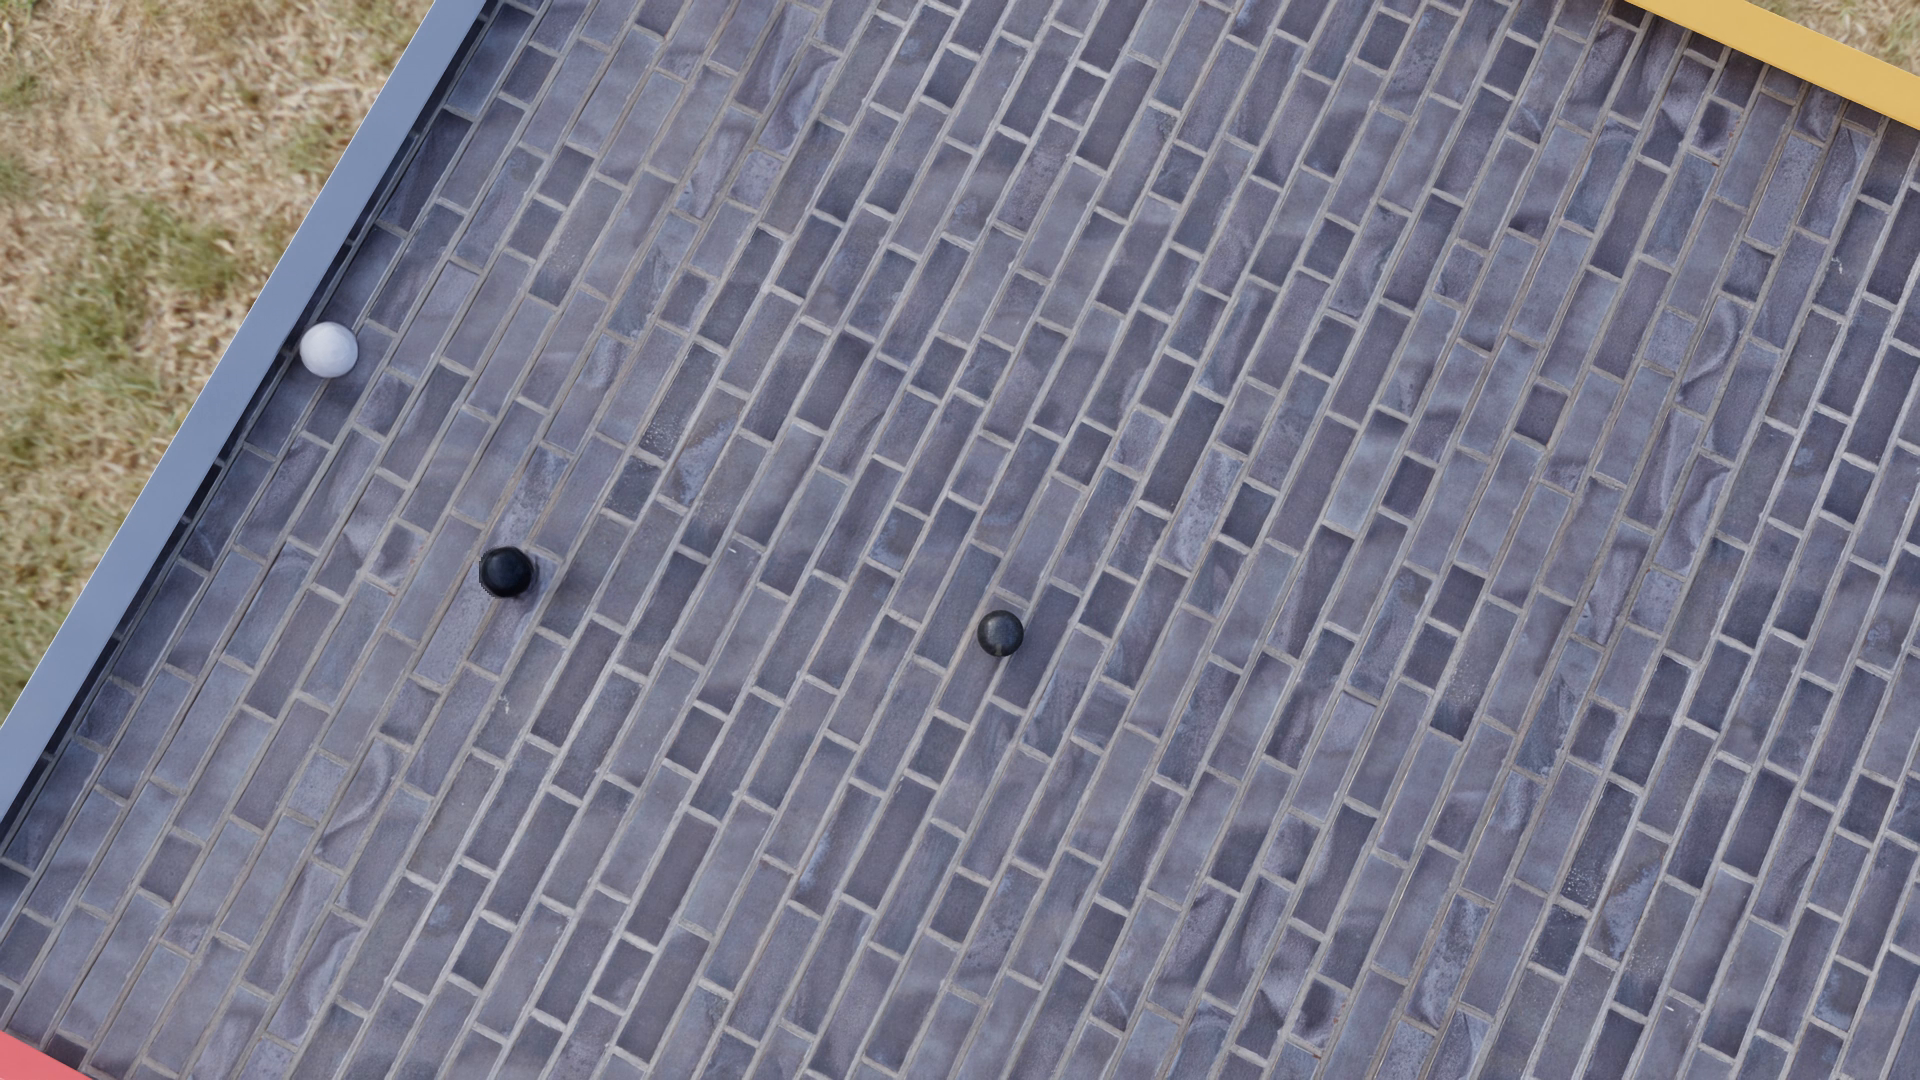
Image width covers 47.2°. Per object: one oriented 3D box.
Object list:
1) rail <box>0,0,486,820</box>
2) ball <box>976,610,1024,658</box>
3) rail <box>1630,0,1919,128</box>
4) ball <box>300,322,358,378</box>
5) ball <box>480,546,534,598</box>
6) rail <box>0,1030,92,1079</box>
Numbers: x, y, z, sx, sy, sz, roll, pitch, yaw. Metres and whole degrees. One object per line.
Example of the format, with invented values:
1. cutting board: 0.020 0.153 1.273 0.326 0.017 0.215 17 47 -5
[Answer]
1. rail: -0.972 -0.474 3.401 0.045 0.119 2.598 26 78 6
2. ball: 0.060 0.140 3.286 0.071 0.071 0.071 0 77 0
3. rail: 1.559 -0.639 3.439 4.433 0.119 0.045 26 78 6
4. ball: -0.970 -0.292 3.377 0.086 0.086 0.086 0 77 0
5. ball: -0.680 0.048 3.303 0.078 0.078 0.078 0 77 0
6. rail: 0.427 1.588 2.926 4.433 0.119 0.045 26 78 6
